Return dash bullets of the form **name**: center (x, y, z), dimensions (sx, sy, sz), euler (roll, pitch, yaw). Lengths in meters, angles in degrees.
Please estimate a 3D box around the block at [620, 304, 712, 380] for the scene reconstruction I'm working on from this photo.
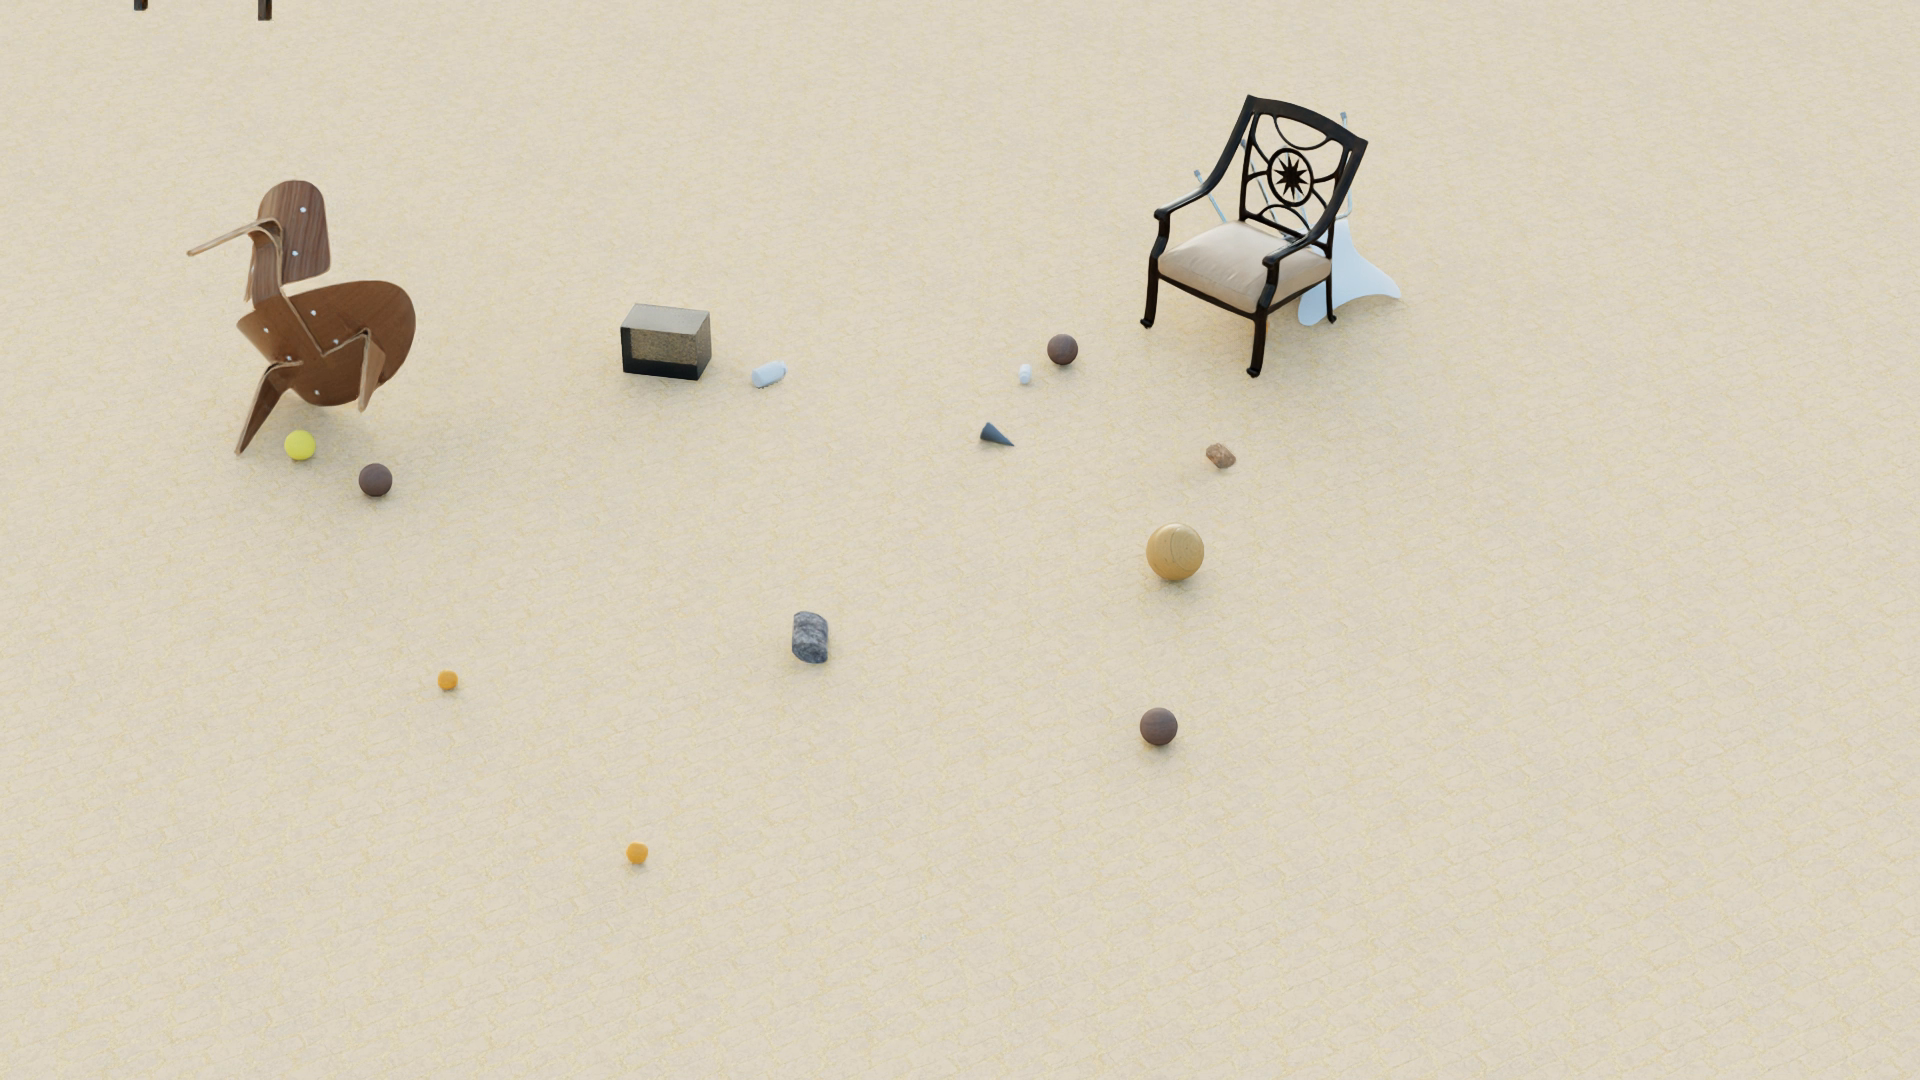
- **block**: center (-1.199, -0.810, 11.978), dimensions (0.317, 0.214, 0.204), euler (7, 34, 10)

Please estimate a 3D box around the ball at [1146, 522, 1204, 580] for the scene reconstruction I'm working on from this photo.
- **ball**: center (0.785, 0.042, 10.686), dimensions (0.214, 0.214, 0.214), euler (0, 33, 0)

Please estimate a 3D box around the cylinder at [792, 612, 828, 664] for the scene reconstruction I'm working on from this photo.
- **cylinder**: center (-0.526, 0.344, 10.338), dimensions (0.132, 0.081, 0.191), euler (22, 30, -15)

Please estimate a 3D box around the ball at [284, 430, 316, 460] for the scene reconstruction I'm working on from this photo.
- **ball**: center (-2.565, -0.369, 11.397), dimensions (0.119, 0.119, 0.119), euler (0, 33, 0)

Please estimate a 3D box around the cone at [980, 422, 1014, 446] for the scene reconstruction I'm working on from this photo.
- **cone**: center (0.158, -0.398, 11.516), dimensions (0.140, 0.075, 0.082), euler (28, 19, 12)
